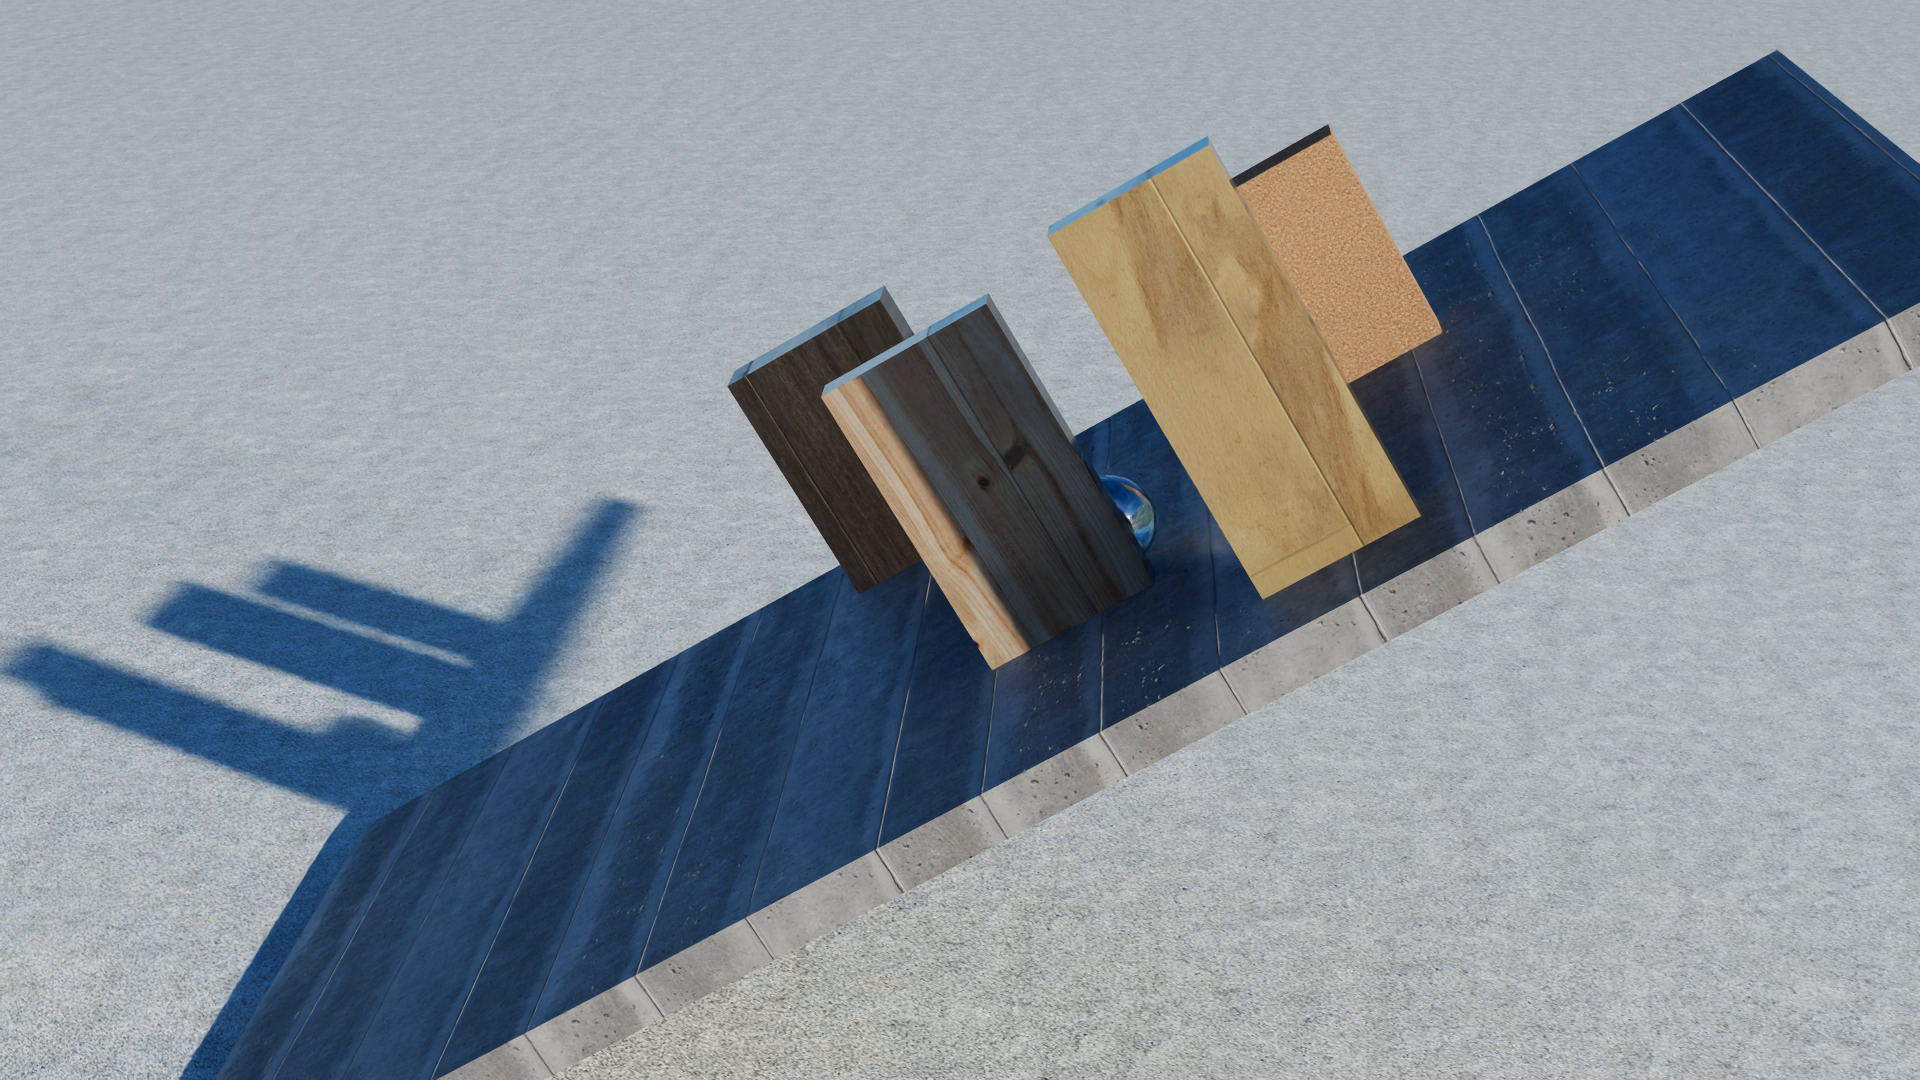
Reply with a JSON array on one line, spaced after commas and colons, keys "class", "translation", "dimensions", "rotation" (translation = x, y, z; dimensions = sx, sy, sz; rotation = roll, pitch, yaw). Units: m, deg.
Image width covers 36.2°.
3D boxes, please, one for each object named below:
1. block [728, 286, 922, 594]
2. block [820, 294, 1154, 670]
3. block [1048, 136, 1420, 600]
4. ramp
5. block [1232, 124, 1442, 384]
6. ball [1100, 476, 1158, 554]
[{"class": "block", "translation": [-0.208, -0.234, 6.940], "dimensions": [0.417, 0.591, 0.135], "rotation": [-29, 15, 12]}, {"class": "block", "translation": [0.060, -0.111, 5.850], "dimensions": [0.377, 0.660, 0.084], "rotation": [-29, 15, 12]}, {"class": "block", "translation": [0.500, -0.305, 5.333], "dimensions": [0.328, 0.789, 0.085], "rotation": [-29, 15, 12]}, {"class": "ramp", "translation": [0.142, 0.168, 6.286], "dimensions": [4.000, 0.100, 2.000], "rotation": [-29, 15, 12]}, {"class": "block", "translation": [0.766, -0.587, 6.306], "dimensions": [0.331, 0.495, 0.113], "rotation": [-29, 15, 12]}, {"class": "ball", "translation": [0.310, -0.036, 6.034], "dimensions": [0.191, 0.191, 0.191], "rotation": [0, 19, 0]}]
